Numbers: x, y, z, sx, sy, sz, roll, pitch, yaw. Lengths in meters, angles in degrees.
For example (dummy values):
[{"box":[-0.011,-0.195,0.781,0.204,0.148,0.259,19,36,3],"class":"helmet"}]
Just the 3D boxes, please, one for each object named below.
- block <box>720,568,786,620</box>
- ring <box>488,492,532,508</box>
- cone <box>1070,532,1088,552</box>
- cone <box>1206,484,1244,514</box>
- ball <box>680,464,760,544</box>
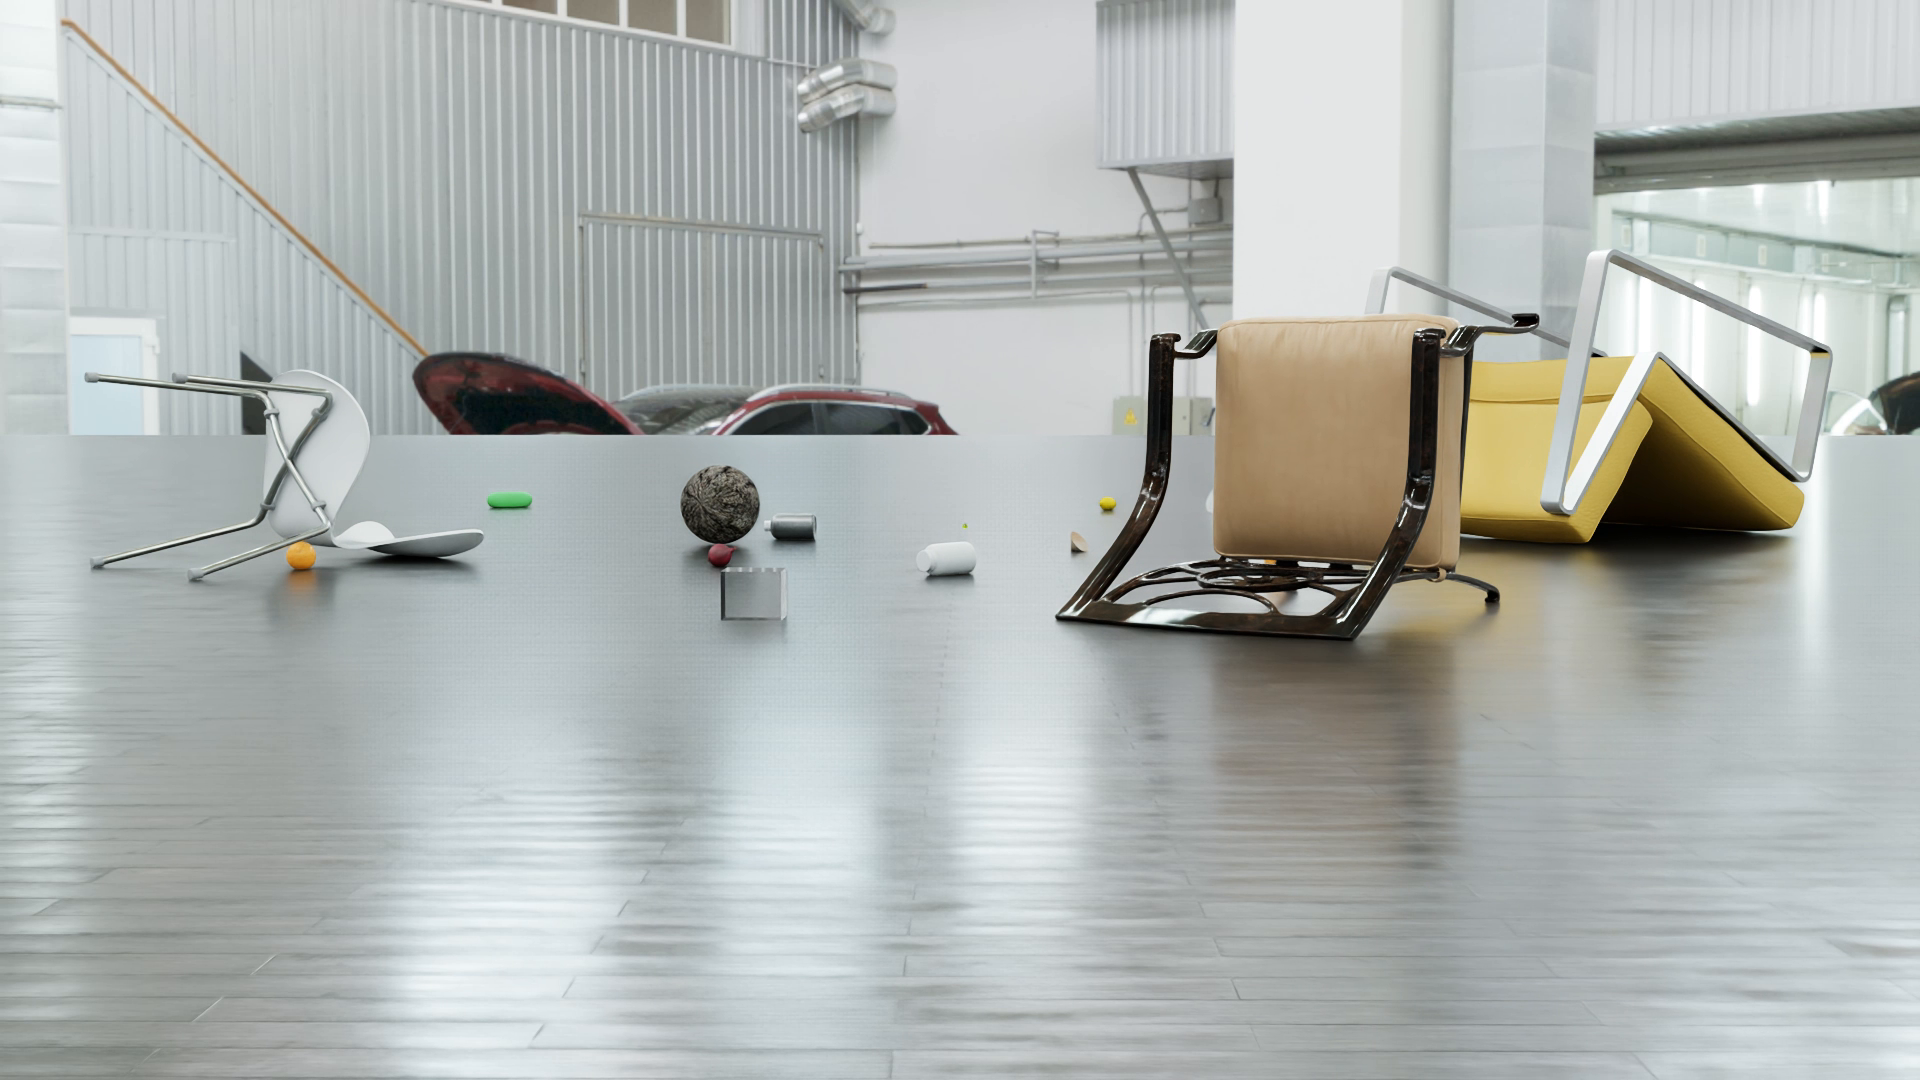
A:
[{"box":[-0.404,0.105,4.313,0.117,0.095,0.102,0,4,2],"class":"block"},{"box":[-1.713,-0.153,8.364,0.180,0.057,0.062,-2,2,-32],"class":"ring"},{"box":[0.319,0.017,6.099,0.056,0.071,0.041,-3,-36,-47],"class":"cone"},{"box":[0.983,-0.125,7.975,0.124,0.119,0.141,27,-21,-26],"class":"cone"},{"box":[-0.693,-0.103,6.363,0.230,0.230,0.230,0,4,0],"class":"ball"}]
